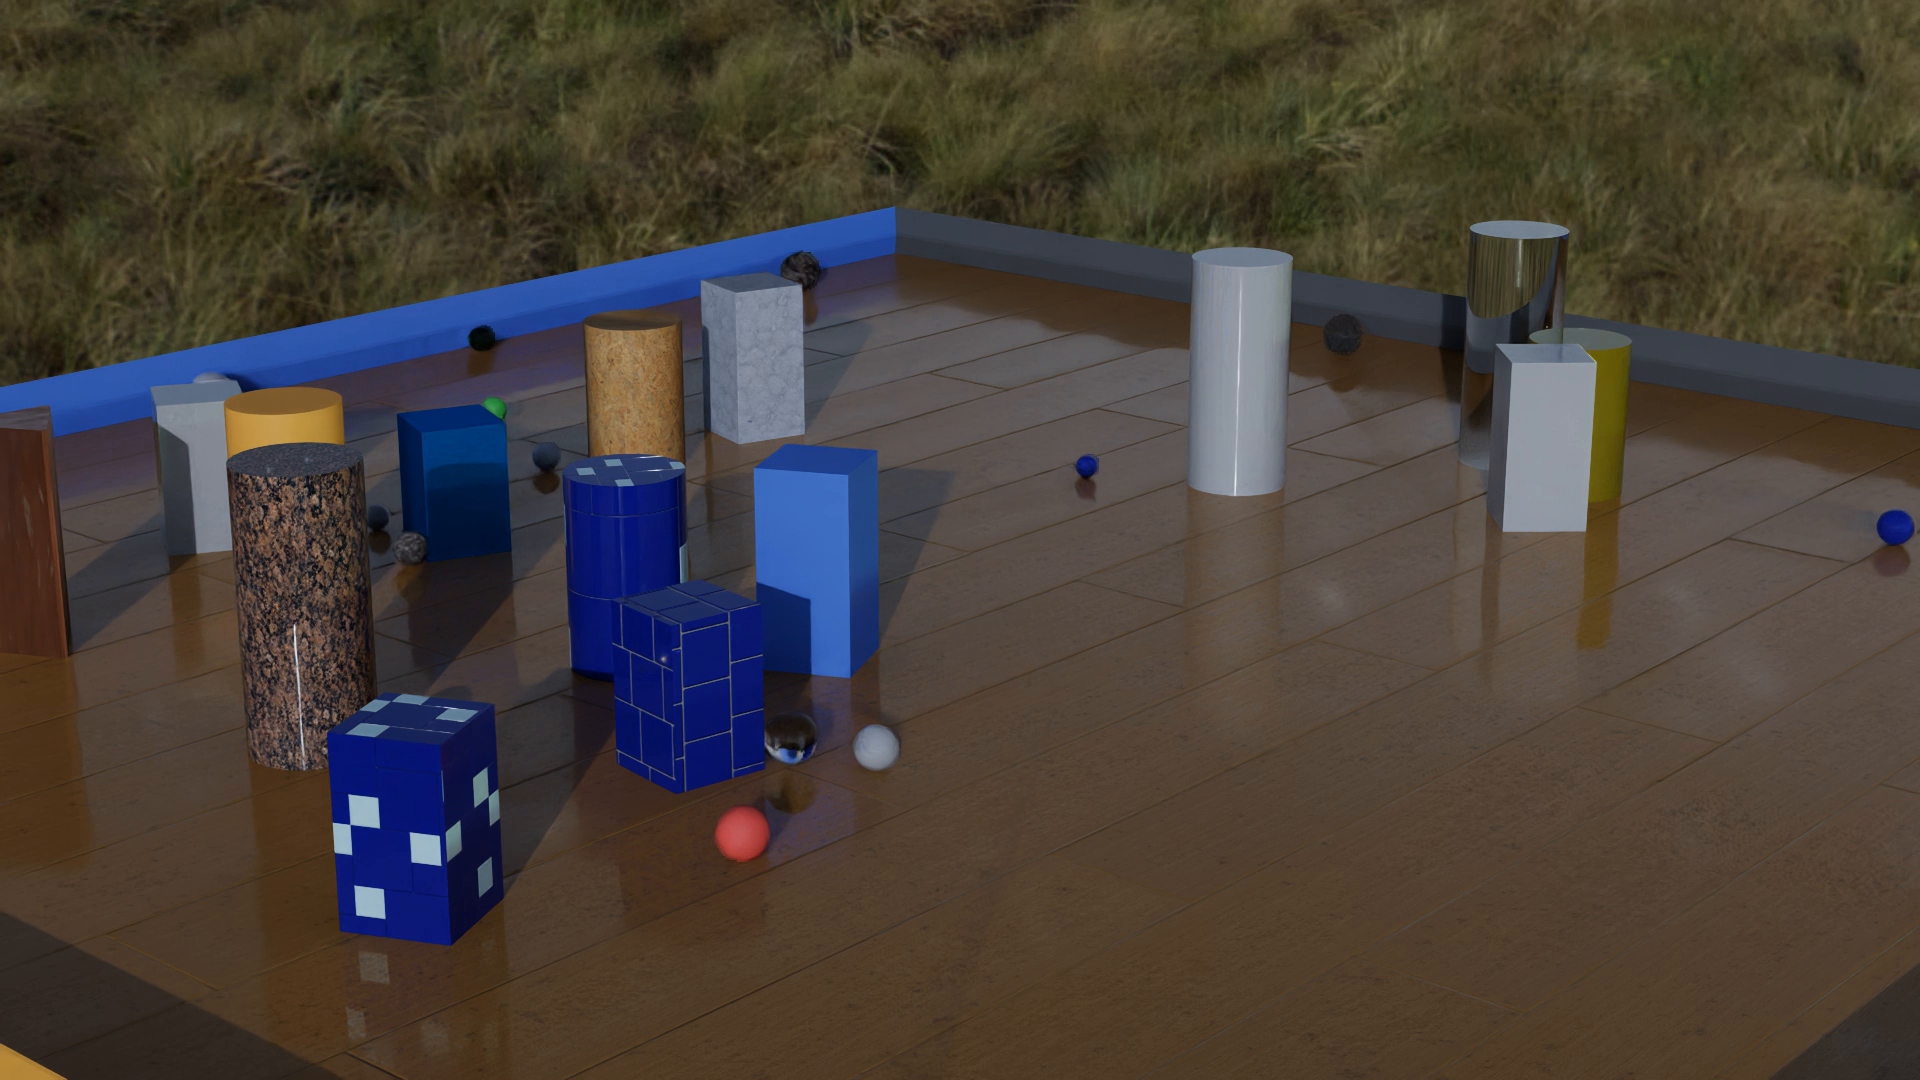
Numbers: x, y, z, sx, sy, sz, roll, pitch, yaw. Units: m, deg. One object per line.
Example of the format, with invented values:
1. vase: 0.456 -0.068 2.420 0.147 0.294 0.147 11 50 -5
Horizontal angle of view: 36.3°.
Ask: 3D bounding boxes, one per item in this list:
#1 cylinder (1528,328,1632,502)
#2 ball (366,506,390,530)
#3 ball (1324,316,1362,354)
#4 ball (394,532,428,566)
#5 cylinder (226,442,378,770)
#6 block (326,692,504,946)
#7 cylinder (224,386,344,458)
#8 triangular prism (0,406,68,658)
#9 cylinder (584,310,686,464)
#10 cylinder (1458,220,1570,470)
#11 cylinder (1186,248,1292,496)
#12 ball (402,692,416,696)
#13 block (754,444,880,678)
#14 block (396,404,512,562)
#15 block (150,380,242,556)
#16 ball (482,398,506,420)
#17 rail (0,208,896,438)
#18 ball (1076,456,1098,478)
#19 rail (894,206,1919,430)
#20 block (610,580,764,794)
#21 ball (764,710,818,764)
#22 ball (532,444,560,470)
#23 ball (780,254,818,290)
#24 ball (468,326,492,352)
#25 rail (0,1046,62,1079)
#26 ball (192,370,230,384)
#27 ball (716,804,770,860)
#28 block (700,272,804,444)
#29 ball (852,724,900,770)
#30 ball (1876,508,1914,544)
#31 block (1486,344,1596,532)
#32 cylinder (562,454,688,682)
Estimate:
1. cylinder: 1.206 -0.246 5.741 0.196 0.303 0.196 0 17 0
2. ball: -1.095 -0.041 5.509 0.045 0.045 0.045 0 17 0
3. ball: 0.902 -0.480 6.888 0.088 0.088 0.088 0 17 0
4. ball: -0.991 0.015 5.291 0.062 0.062 0.062 0 17 0
5. cylinder: -0.973 0.097 4.352 0.196 0.448 0.196 0 17 0
6. block: -0.701 0.358 3.789 0.157 0.273 0.157 5 17 16
7. cylinder: -1.148 -0.062 5.025 0.196 0.364 0.196 0 17 0
8. triangular prism: -1.530 -0.018 4.843 0.170 0.386 0.147 5 17 15
9. cylinder: -0.657 -0.299 5.924 0.196 0.298 0.196 0 17 0
10. cylinder: 1.118 -0.392 5.927 0.196 0.476 0.196 0 17 0
11. cylinder: 0.549 -0.332 5.764 0.196 0.455 0.196 0 17 0
12. ball: -0.831 0.274 4.386 0.090 0.090 0.090 0 17 0
13. block: -0.231 0.032 4.757 0.157 0.339 0.157 5 17 15
14. block: -0.928 -0.106 5.382 0.157 0.243 0.157 -8 19 -25
15. block: -1.396 -0.134 5.407 0.157 0.282 0.157 -6 18 -18
16. ball: -0.999 -0.278 6.276 0.056 0.056 0.056 0 17 0
17. rail: -1.601 -0.369 6.451 0.045 0.127 4.392 14 22 39
18. ball: 0.253 -0.148 5.865 0.043 0.043 0.043 0 17 0
19. rail: 1.424 -0.442 6.691 4.287 0.127 0.045 14 22 39
20. block: -0.399 0.213 4.301 0.157 0.256 0.157 -13 21 -37
21. ball: -0.250 0.292 4.342 0.081 0.081 0.081 0 17 0
22. ball: -0.835 -0.168 5.913 0.054 0.054 0.054 0 17 0
23. ball: -0.416 -0.692 7.576 0.098 0.098 0.098 0 17 0
24. ball: -1.132 -0.475 6.927 0.057 0.057 0.057 0 17 0
25. rail: -1.424 0.505 3.549 4.287 0.127 0.045 14 22 39
26. ball: -1.617 -0.318 6.336 0.096 0.096 0.096 0 17 0
27. ball: -0.296 0.399 3.998 0.075 0.075 0.075 0 17 0
28. block: -0.436 -0.385 6.170 0.157 0.321 0.157 -10 20 -31
29. ball: -0.124 0.305 4.319 0.068 0.068 0.068 0 17 0
30. ball: 1.728 -0.024 5.415 0.067 0.067 0.067 0 17 0
31. block: 1.095 -0.194 5.530 0.157 0.325 0.157 0 17 -1
32. cylinder: -0.538 0.044 4.741 0.196 0.326 0.196 0 17 0
